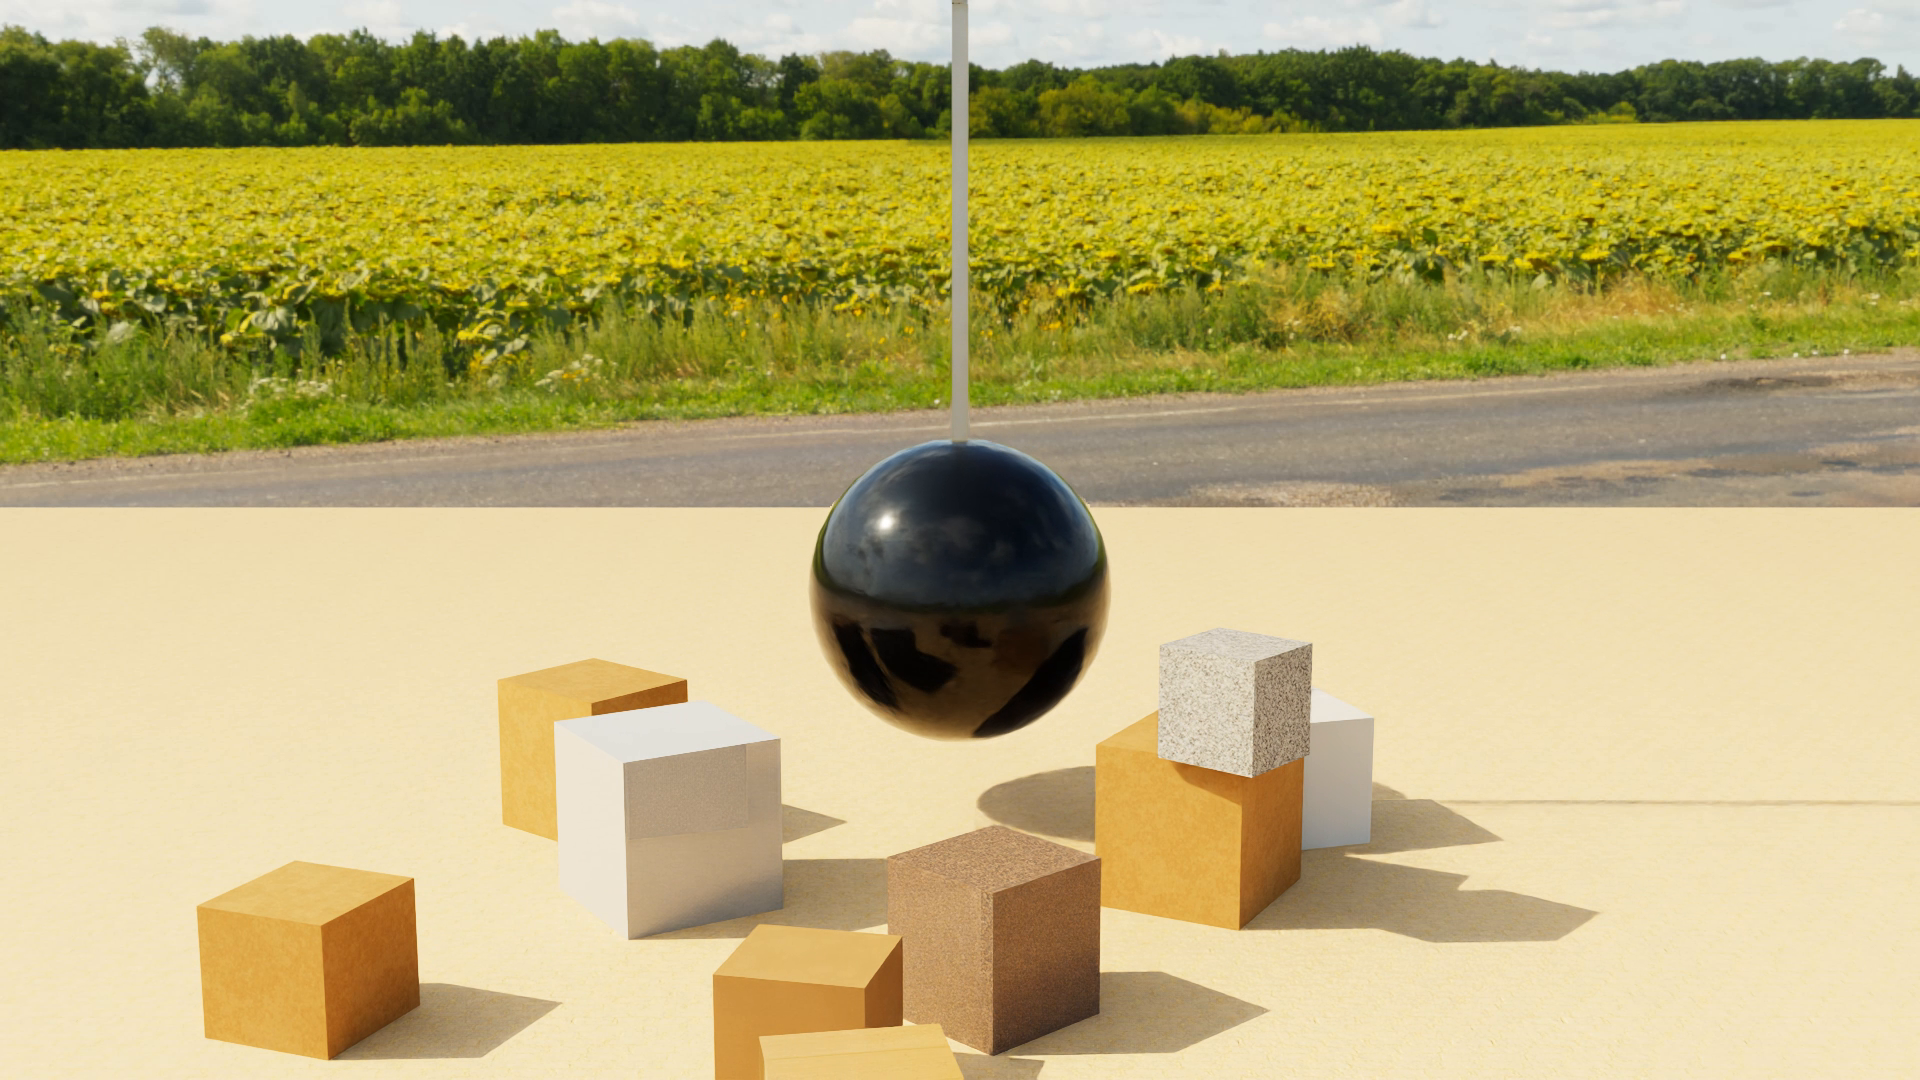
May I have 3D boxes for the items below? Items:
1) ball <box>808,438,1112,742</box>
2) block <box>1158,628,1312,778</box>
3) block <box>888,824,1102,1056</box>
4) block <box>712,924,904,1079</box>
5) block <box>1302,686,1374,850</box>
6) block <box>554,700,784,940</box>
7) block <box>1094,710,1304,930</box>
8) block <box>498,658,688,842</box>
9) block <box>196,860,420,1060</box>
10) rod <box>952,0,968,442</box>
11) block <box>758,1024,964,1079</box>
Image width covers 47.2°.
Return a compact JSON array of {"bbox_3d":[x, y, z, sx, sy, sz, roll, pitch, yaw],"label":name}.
[{"bbox_3d":[0.000,0.262,11.558,1.600,1.600,1.600,0,10,0],"label":"ball"},{"bbox_3d":[1.233,0.718,9.858,0.499,0.517,0.479,9,13,39],"label":"block"},{"bbox_3d":[0.138,1.602,8.902,0.614,0.663,0.604,-10,14,-43],"label":"block"},{"bbox_3d":[-0.559,1.798,8.235,0.573,0.516,0.540,2,11,13],"label":"block"},{"bbox_3d":[1.617,1.166,11.324,0.722,0.655,0.758,-3,11,-17],"label":"block"},{"bbox_3d":[-1.361,1.279,10.246,0.773,0.817,0.818,-6,12,-31],"label":"block"},{"bbox_3d":[1.133,1.285,10.344,0.716,0.771,0.817,5,12,28],"label":"block"},{"bbox_3d":[-1.889,1.098,11.368,0.737,0.773,0.640,9,13,40],"label":"block"},{"bbox_3d":[-2.606,1.673,8.829,0.592,0.548,0.598,4,11,21],"label":"block"},{"bbox_3d":[0.000,-3.045,10.769,0.080,5.200,0.080,0,13,0],"label":"rod"},{"bbox_3d":[-0.302,1.979,7.004,0.603,0.599,0.697,-2,10,-10],"label":"block"}]
